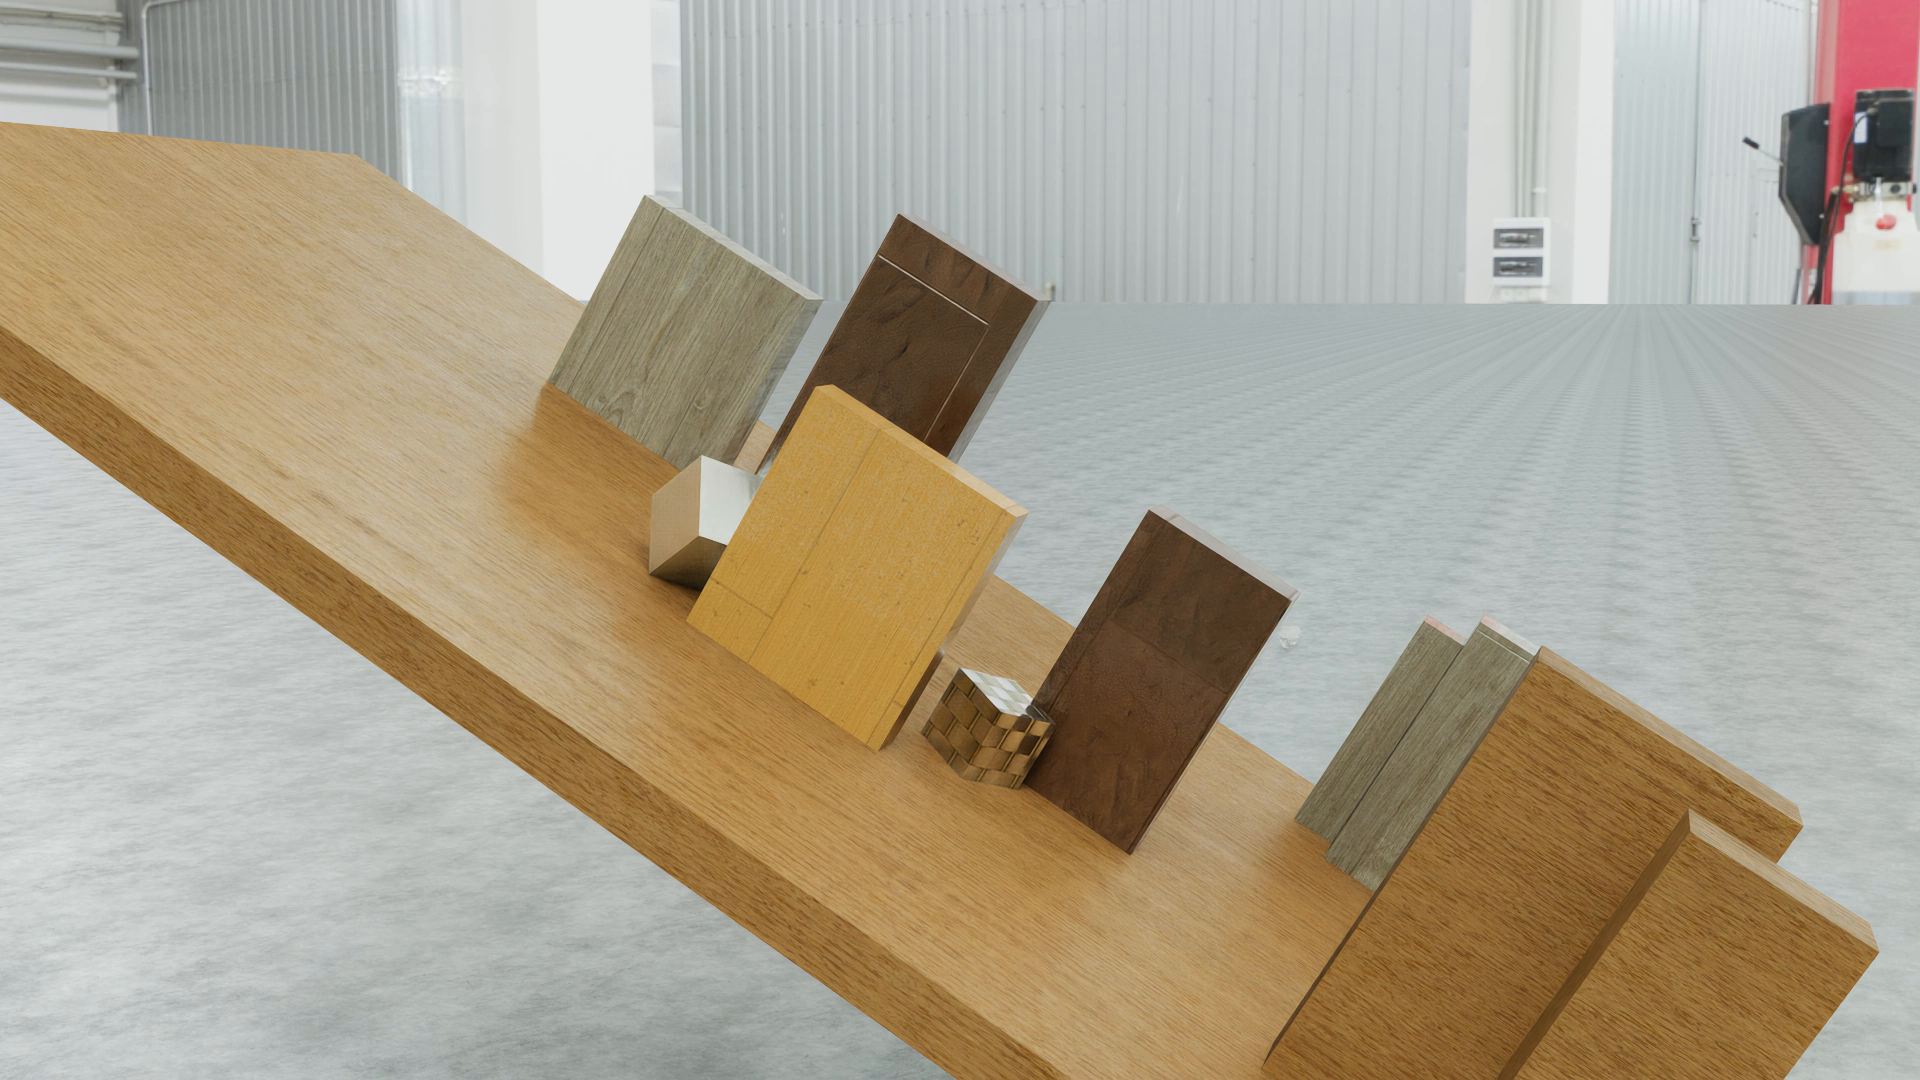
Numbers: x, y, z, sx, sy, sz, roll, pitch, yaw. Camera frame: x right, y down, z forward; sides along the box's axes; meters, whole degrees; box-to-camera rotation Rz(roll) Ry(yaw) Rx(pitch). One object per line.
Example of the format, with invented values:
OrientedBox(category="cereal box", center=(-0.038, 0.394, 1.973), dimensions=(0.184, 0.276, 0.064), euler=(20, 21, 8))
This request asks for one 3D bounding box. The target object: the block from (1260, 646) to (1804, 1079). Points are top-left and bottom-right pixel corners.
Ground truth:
OrientedBox(category="block", center=(0.846, 0.602, 3.306), dimensions=(0.431, 0.769, 0.132), euler=(33, 15, 11))

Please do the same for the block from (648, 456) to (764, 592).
OrientedBox(category="block", center=(-0.440, -0.020, 3.938), dimensions=(0.165, 0.165, 0.165), euler=(21, -37, -33))

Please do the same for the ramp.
OrientedBox(category="ramp", center=(-0.170, 0.280, 4.121), dimensions=(4.000, 0.100, 2.000), euler=(33, 15, 11))

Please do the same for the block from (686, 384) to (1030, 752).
OrientedBox(category="block", center=(-0.179, 0.046, 3.739), dimensions=(0.407, 0.475, 0.083), euler=(33, 15, 11))

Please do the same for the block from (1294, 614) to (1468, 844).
OrientedBox(category="block", center=(0.943, 0.439, 4.562), dimensions=(0.261, 0.502, 0.089), euler=(33, 15, 11))

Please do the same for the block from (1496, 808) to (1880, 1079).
OrientedBox(category="block", center=(0.926, 0.755, 3.045), dimensions=(0.279, 0.722, 0.135), euler=(33, 15, 11))

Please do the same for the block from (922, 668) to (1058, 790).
OrientedBox(category="block", center=(0.051, 0.334, 3.893), dimensions=(0.142, 0.142, 0.142), euler=(17, 20, -42))

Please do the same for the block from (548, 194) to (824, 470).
OrientedBox(category="block", center=(-0.571, -0.413, 4.554), dimensions=(0.415, 0.447, 0.092), euler=(33, 15, 11))

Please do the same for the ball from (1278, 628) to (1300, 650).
OrientedBox(category="ball", center=(1.634, 0.486, 10.903), dimensions=(0.109, 0.109, 0.109), euler=(0, 7, 0))

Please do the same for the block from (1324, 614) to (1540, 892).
OrientedBox(category="block", center=(1.055, 0.500, 4.421), dimensions=(0.380, 0.582, 0.119), euler=(33, 15, 11))

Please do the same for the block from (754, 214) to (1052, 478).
OrientedBox(category="block", center=(-0.153, -0.207, 4.102), dimensions=(0.305, 0.741, 0.101), euler=(33, 15, 11))

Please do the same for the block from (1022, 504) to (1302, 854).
OrientedBox(category="block", center=(0.331, 0.248, 3.919), dimensions=(0.294, 0.547, 0.107), euler=(33, 15, 11))
